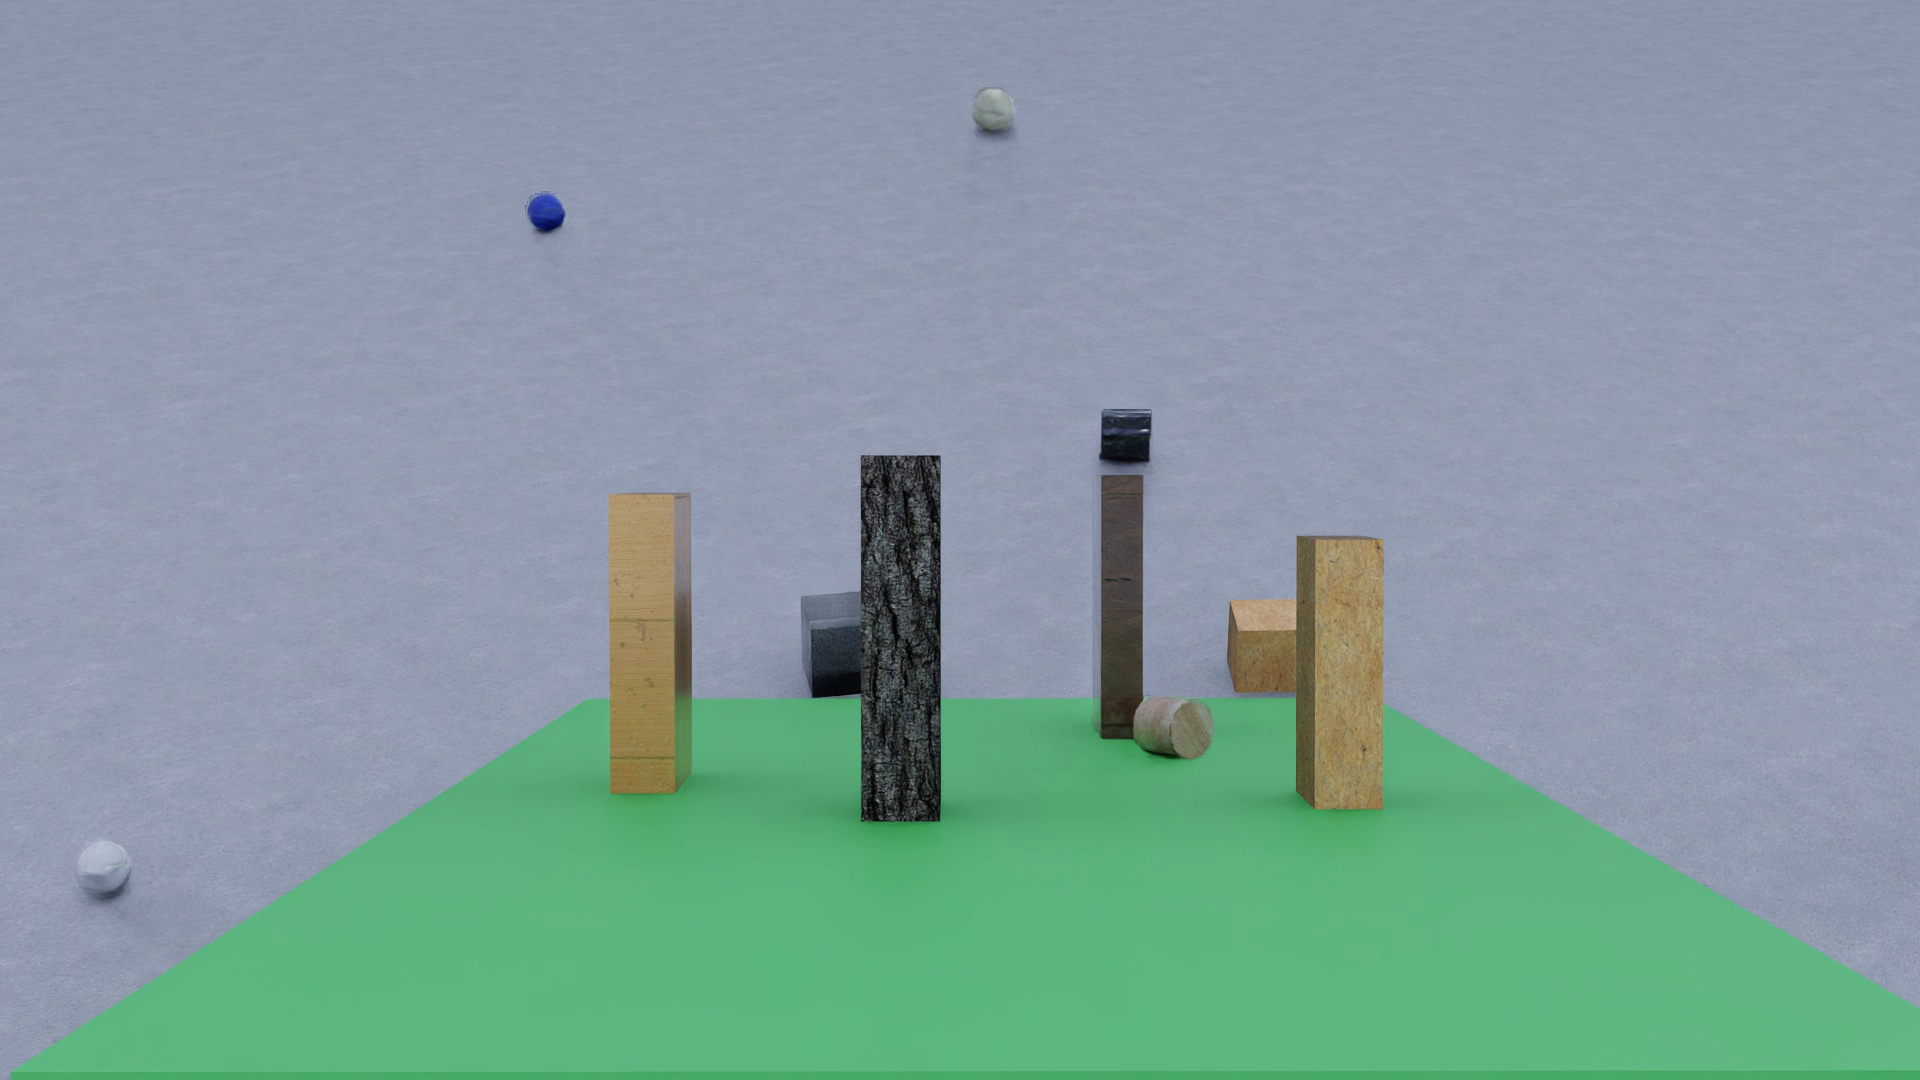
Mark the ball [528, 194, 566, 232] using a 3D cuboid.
[{"bbox_3d":[-1.649,-1.306,10.278,0.147,0.147,0.147,0,25,0],"label":"ball"}]

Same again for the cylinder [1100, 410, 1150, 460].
[{"bbox_3d":[0.524,-0.331,8.165,0.155,0.155,0.155,2,25,3],"label":"cylinder"}]

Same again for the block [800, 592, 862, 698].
[{"bbox_3d":[-0.306,0.274,6.810,0.201,0.201,0.201,-5,25,-10],"label":"block"}]

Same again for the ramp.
[{"bbox_3d":[0.057,0.515,4.555,2.000,0.100,4.000,0,2,0],"label":"ramp"}]

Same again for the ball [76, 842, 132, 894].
[{"bbox_3d":[-1.954,0.748,5.884,0.119,0.119,0.119,0,25,0],"label":"ball"}]

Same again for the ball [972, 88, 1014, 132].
[{"bbox_3d":[0.149,-1.928,11.562,0.194,0.194,0.194,0,25,0],"label":"ball"}]

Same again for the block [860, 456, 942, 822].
[{"bbox_3d":[-0.100,0.161,4.453,0.132,0.614,0.285,0,2,0],"label":"block"}]

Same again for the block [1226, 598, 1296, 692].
[{"bbox_3d":[0.812,0.279,6.821,0.182,0.182,0.182,-1,25,-2],"label":"block"}]

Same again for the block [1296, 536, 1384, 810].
[{"bbox_3d":[0.673,0.229,4.584,0.118,0.468,0.248,0,2,0],"label":"block"}]

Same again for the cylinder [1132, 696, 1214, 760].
[{"bbox_3d":[0.435,0.383,5.262,0.117,0.117,0.117,-19,13,-35],"label":"cylinder"}]

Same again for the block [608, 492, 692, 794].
[{"bbox_3d":[-0.578,0.184,4.832,0.118,0.543,0.308,0,2,0],"label":"block"}]

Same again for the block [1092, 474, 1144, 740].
[{"bbox_3d":[0.351,0.141,5.760,0.090,0.572,0.356,0,2,0],"label":"block"}]
